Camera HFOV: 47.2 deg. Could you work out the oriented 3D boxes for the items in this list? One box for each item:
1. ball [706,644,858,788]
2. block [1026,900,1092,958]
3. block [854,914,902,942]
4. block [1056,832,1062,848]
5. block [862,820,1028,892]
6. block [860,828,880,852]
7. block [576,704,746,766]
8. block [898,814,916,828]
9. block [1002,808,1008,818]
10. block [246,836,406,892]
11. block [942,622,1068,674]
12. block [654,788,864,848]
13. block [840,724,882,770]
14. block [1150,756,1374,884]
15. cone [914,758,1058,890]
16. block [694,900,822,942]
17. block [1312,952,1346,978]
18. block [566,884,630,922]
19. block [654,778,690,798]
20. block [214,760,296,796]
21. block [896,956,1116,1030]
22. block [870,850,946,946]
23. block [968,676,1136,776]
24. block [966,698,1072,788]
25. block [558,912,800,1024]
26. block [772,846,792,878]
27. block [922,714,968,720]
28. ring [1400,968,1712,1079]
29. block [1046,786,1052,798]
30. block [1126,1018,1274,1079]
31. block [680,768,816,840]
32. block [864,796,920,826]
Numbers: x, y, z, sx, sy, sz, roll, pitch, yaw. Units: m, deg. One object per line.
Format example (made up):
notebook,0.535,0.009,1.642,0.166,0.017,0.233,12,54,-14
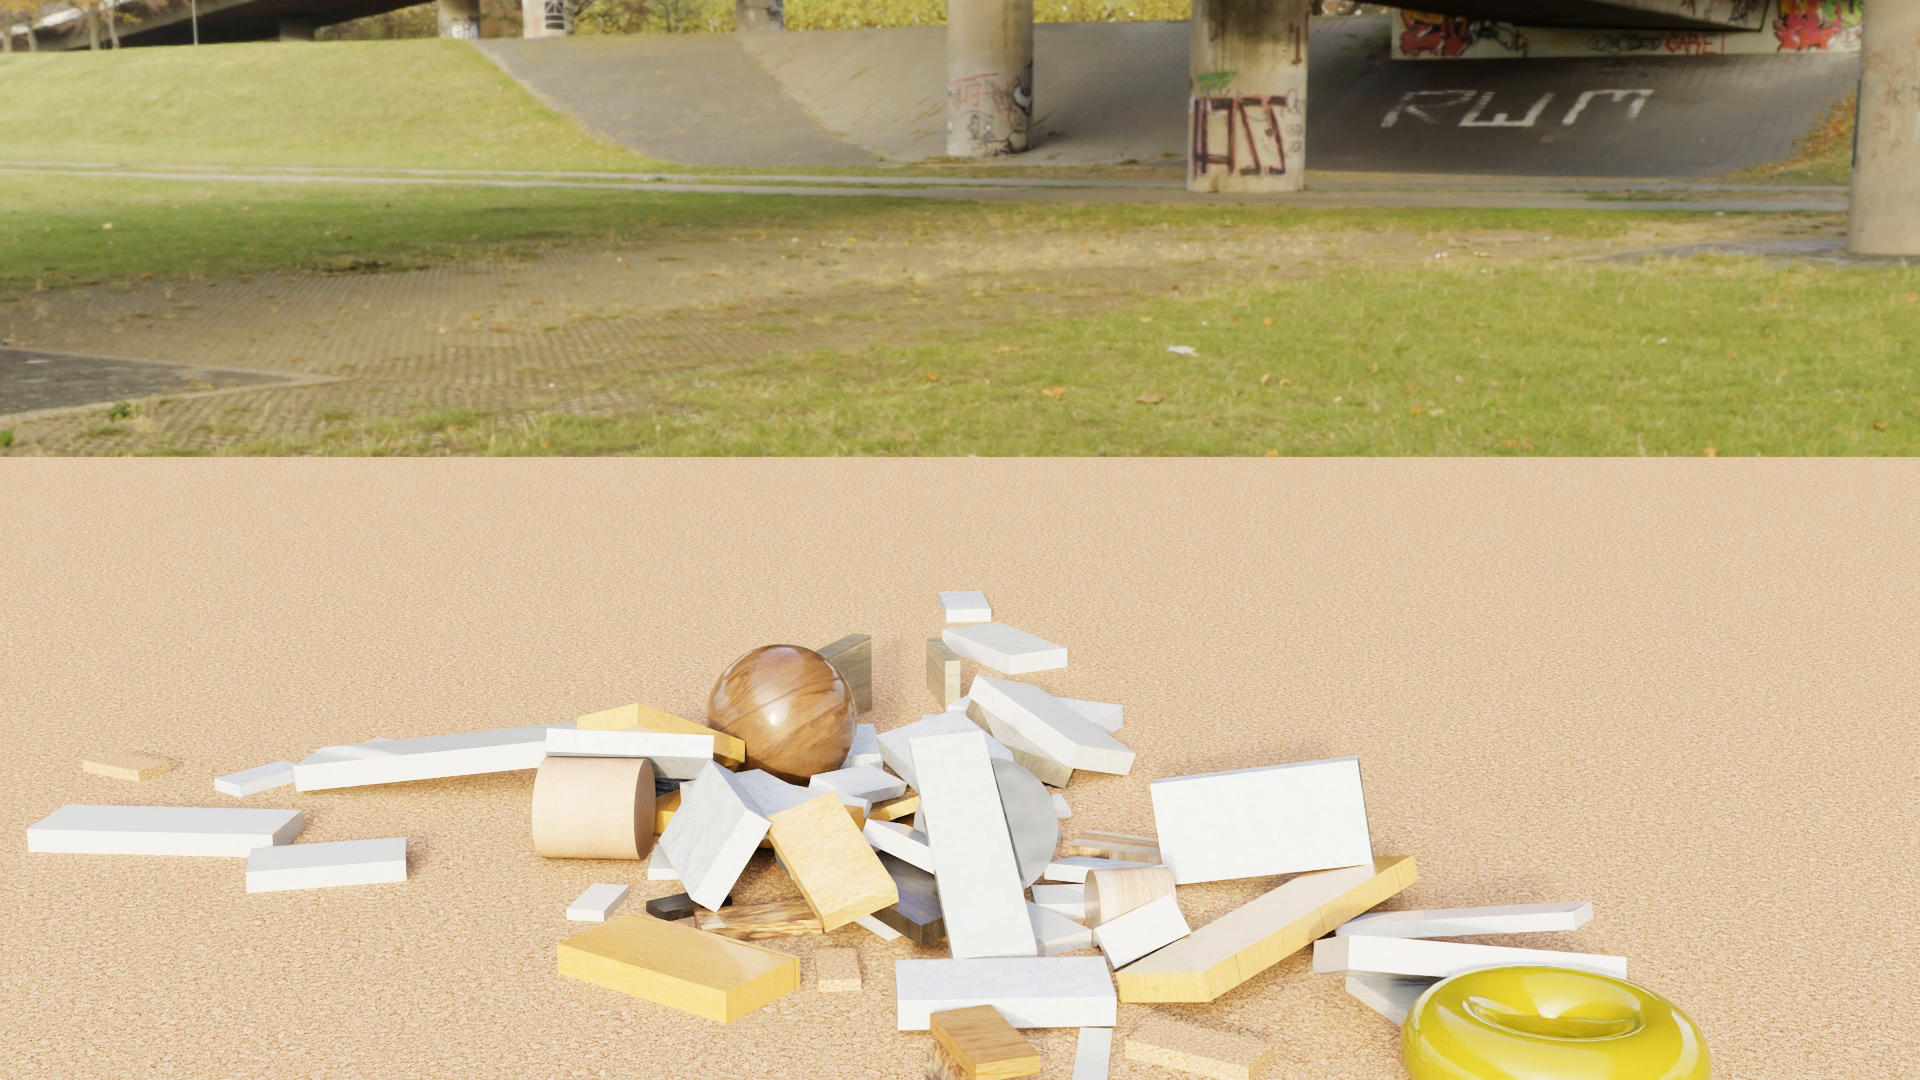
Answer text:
ball,-0.341,0.343,4.205,0.290,0.290,0.290,0,11,0
block,0.115,0.612,3.479,0.091,0.026,0.182,-8,13,-35
block,-0.142,0.573,3.576,0.124,0.035,0.248,-16,22,-36
block,0.132,0.534,3.933,0.101,0.014,0.050,1,11,7
block,-0.027,0.519,3.566,0.249,0.035,0.125,21,0,30
block,-0.149,0.533,3.774,0.062,0.018,0.124,-33,28,-31
block,-0.541,0.364,3.994,0.145,0.041,0.291,-15,-26,32
block,-0.071,0.520,3.802,0.082,0.023,0.165,-22,19,12
block,0.048,0.498,4.002,0.064,0.018,0.129,-1,-8,-6
block,-1.080,0.555,3.760,0.258,0.037,0.129,-3,11,-13
block,0.106,0.260,5.320,0.161,0.046,0.322,-6,12,-29
block,-0.383,0.501,3.956,0.403,0.044,0.154,2,10,32
block,-0.225,0.422,4.484,0.115,0.033,0.230,-1,11,-7
block,0.504,0.469,3.671,0.346,0.173,0.049,-8,2,14
cone,0.052,0.514,3.782,0.242,0.242,0.242,1,-16,5
block,-0.322,0.608,3.500,0.190,0.027,0.095,-3,11,-15
block,0.612,0.637,3.364,0.134,0.019,0.067,-7,13,-33
block,-0.592,0.593,3.603,0.063,0.018,0.125,2,11,10
block,-0.559,0.475,4.188,0.129,0.037,0.299,7,12,32
block,-1.360,0.464,4.284,0.079,0.022,0.157,8,13,36
block,0.062,0.650,3.158,0.307,0.043,0.153,-1,11,-3
block,-0.088,0.563,3.487,0.124,0.035,0.247,-16,23,-36
block,0.182,0.370,4.407,0.167,0.047,0.334,13,13,-41
block,0.115,0.398,4.389,0.161,0.046,0.322,19,10,-12
block,-0.422,0.636,3.291,0.334,0.047,0.167,7,13,34
block,-0.238,0.515,3.657,0.124,0.035,0.248,-16,0,-11
block,0.002,0.418,4.468,0.161,0.046,0.322,0,11,0
ring,0.778,0.670,2.884,0.396,0.132,0.396,0,9,0
block,0.066,0.478,4.062,0.186,0.026,0.093,-7,-3,25
block,0.328,0.699,3.012,0.182,0.026,0.091,6,12,30
block,-0.367,0.466,3.876,0.154,0.044,0.309,-7,9,-26
block,-0.118,0.489,3.900,0.082,0.023,0.165,-16,-11,-27
